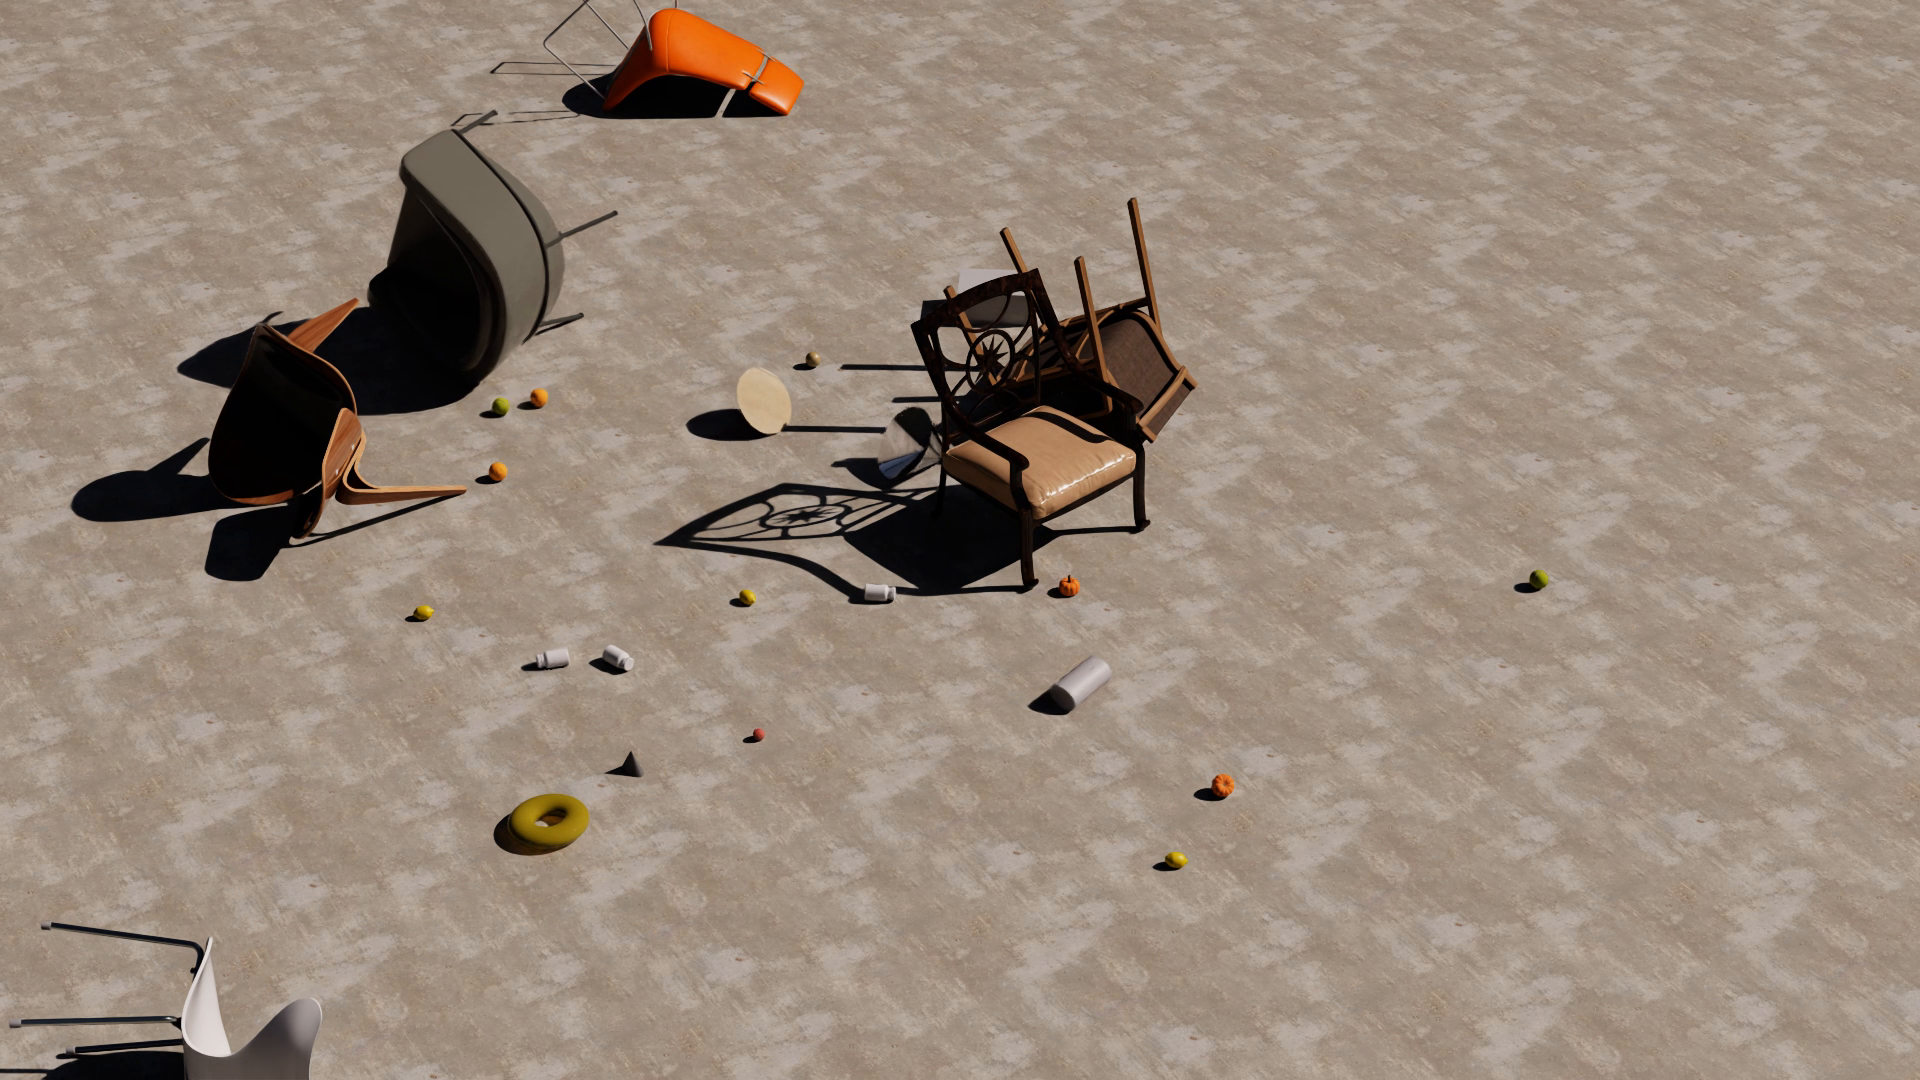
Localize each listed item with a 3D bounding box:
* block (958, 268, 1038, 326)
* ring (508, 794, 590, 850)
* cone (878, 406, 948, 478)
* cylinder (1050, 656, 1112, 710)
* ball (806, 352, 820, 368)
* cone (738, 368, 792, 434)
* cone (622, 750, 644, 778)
[{"bbox_3d":[0.158,-1.025,12.370,0.326,0.144,0.223,2,33,3],"label":"block"},{"bbox_3d":[-1.334,0.912,9.504,0.272,0.063,0.257,-27,41,-35],"label":"ring"},{"bbox_3d":[-0.129,-0.347,11.355,0.234,0.312,0.267,17,39,-41],"label":"cone"},{"bbox_3d":[0.417,0.493,10.115,0.109,0.085,0.219,40,47,16],"label":"cylinder"},{"bbox_3d":[-0.602,-0.740,12.008,0.064,0.064,0.064,0,33,0],"label":"ball"},{"bbox_3d":[-0.821,-0.524,11.648,0.263,0.150,0.289,25,54,-31],"label":"cone"},{"bbox_3d":[-1.092,0.734,9.752,0.094,0.087,0.052,23,40,31],"label":"cone"}]
